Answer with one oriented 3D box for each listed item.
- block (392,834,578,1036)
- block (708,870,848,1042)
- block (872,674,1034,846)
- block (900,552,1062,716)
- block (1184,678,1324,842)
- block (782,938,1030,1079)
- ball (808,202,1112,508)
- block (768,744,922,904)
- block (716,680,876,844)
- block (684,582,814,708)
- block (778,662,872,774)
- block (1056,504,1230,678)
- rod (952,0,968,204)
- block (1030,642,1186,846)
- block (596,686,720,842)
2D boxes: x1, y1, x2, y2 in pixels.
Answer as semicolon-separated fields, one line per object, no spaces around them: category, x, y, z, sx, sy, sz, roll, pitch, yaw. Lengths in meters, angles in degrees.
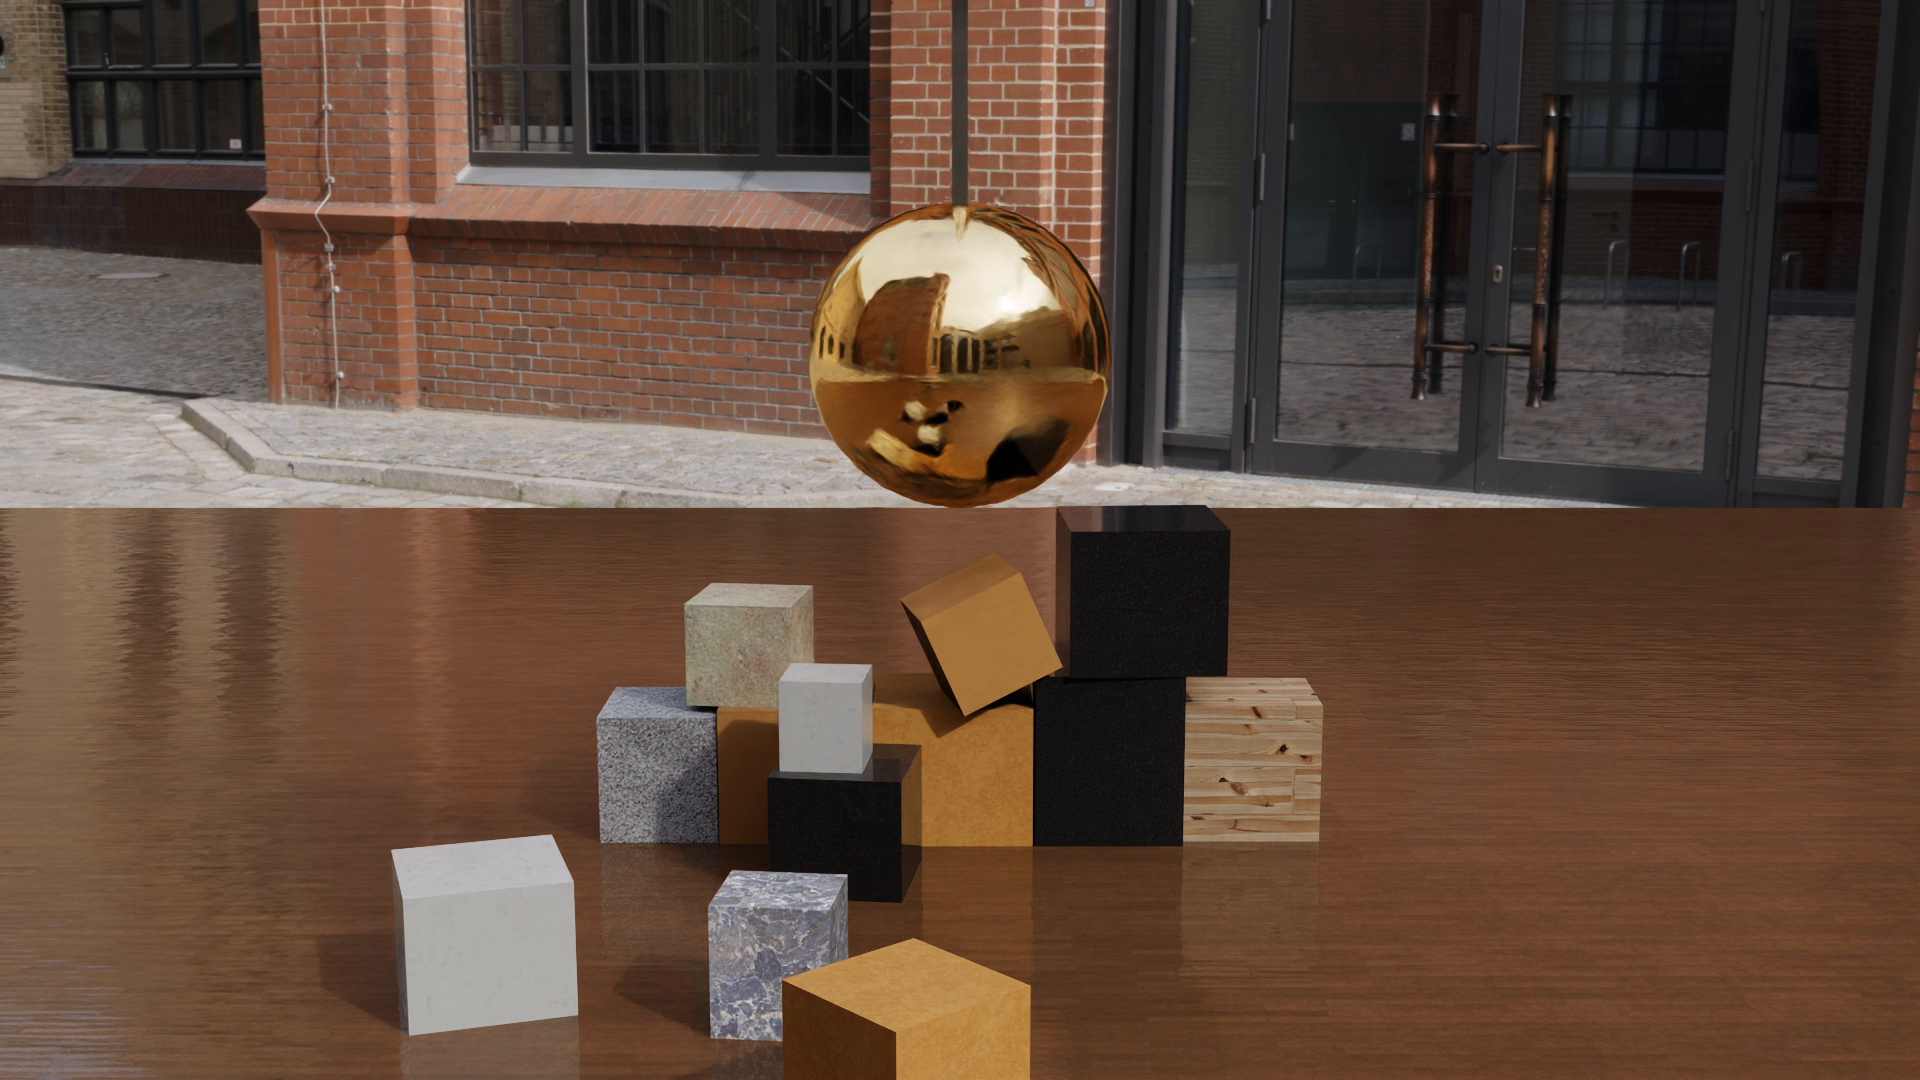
block;-1.970;1.616;9.087;0.669;0.568;0.642;-3;11;-18
block;-0.724;1.670;8.849;0.481;0.547;0.434;1;10;7
block;-0.037;1.126;11.384;0.804;0.711;0.749;0;10;0
block;0.100;0.465;11.048;0.547;0.533;0.551;-26;15;-7
block;1.476;1.129;11.380;0.691;0.708;0.582;0;10;0
block;-0.186;1.841;7.606;0.600;0.656;0.611;-9;14;-41
ball;0.000;-0.968;11.559;1.600;1.600;1.600;0;10;0
block;-0.542;1.342;10.556;0.631;0.583;0.647;1;10;7
block;-0.833;1.139;11.367;0.764;0.692;0.646;0;10;0
block;-1.074;0.537;11.288;0.540;0.521;0.550;1;10;8
block;-0.635;0.843;10.453;0.391;0.435;0.367;1;10;5
block;0.915;0.250;11.214;0.786;0.736;0.773;-1;10;-3
rod;0.000;-4.244;10.649;0.080;5.200;0.080;0;16;0
block;0.750;1.042;11.374;0.745;0.880;0.768;0;10;0
block;-1.522;1.155;11.391;0.598;0.652;0.640;0;10;0
